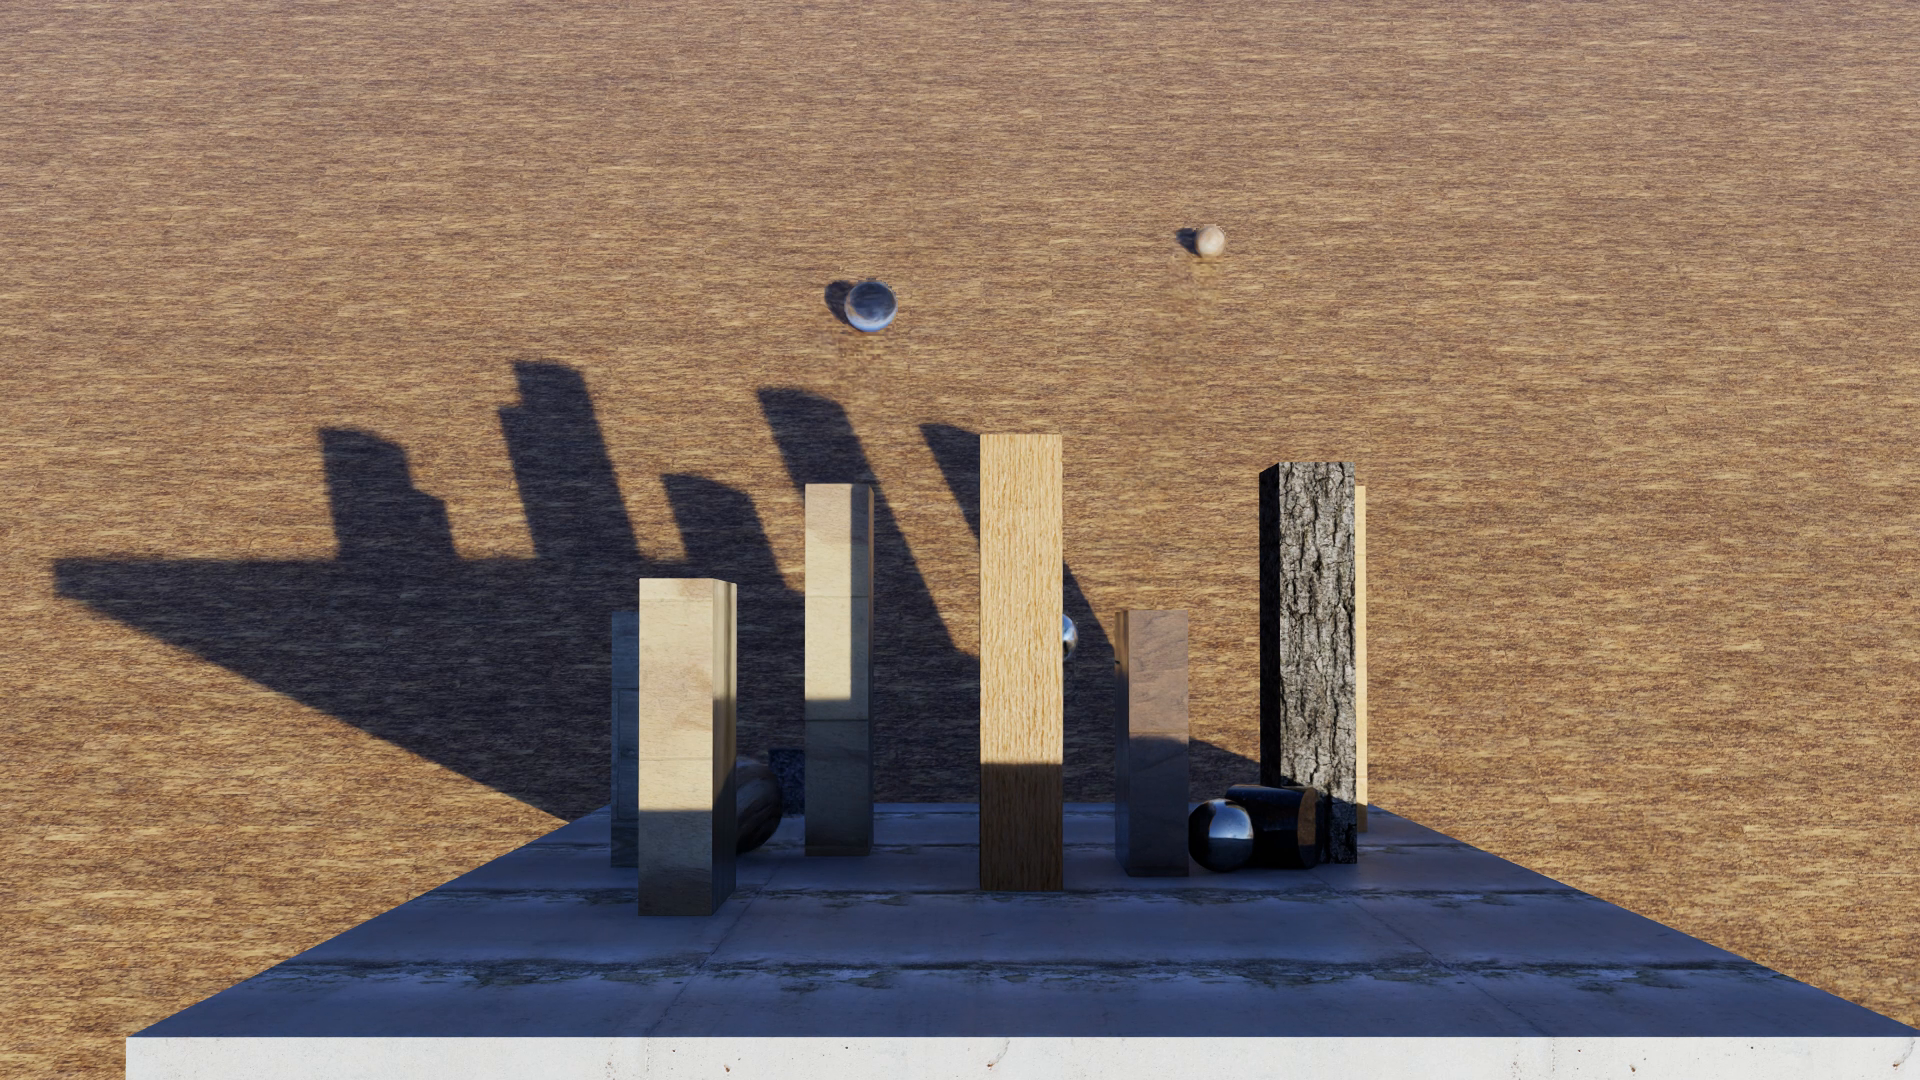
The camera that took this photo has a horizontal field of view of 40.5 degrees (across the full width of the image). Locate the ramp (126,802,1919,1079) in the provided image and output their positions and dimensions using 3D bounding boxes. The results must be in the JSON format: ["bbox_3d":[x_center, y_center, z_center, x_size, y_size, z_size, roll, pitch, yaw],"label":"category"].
[{"bbox_3d":[0.079,0.672,4.868,2.000,0.100,4.000,0,-2,0],"label":"ramp"}]

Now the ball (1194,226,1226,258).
[{"bbox_3d":[0.900,-1.072,9.359,0.114,0.114,0.114,0,36,0],"label":"ball"}]

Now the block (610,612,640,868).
[{"bbox_3d":[-0.627,0.388,5.150,0.080,0.489,0.352,0,-2,0],"label":"block"}]

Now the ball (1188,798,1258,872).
[{"bbox_3d":[0.489,0.553,4.869,0.137,0.137,0.137,0,36,0],"label":"ball"}]

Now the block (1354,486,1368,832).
[{"bbox_3d":[0.868,0.275,6.054,0.095,0.780,0.401,0,-2,0],"label":"block"}]

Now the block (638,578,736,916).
[{"bbox_3d":[-0.451,0.336,4.341,0.116,0.534,0.441,0,-2,0],"label":"block"}]

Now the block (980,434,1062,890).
[{"bbox_3d":[0.107,0.217,4.652,0.143,0.794,0.252,0,-2,0],"label":"block"}]

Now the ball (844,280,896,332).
[{"bbox_3d":[-0.307,-0.802,8.931,0.177,0.177,0.177,0,36,0],"label":"ball"}]

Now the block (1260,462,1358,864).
[{"bbox_3d":[0.698,0.244,5.235,0.147,0.781,0.346,0,-2,0],"label":"block"}]

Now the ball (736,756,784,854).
[{"bbox_3d":[-0.458,0.538,5.290,0.198,0.198,0.198,0,36,0],"label":"ball"}]

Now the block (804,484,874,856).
[{"bbox_3d":[-0.248,0.266,5.386,0.127,0.748,0.322,0,-2,0],"label":"block"}]

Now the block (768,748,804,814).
[{"bbox_3d":[-0.402,0.603,6.524,0.159,0.159,0.159,0,-2,-5],"label":"block"}]

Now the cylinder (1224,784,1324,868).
[{"bbox_3d":[0.599,0.548,4.977,0.155,0.155,0.155,-1,32,27],"label":"cylinder"}]

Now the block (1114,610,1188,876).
[{"bbox_3d":[0.366,0.382,4.997,0.109,0.490,0.435,0,-2,0],"label":"block"}]

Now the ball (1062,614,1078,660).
[{"bbox_3d":[0.267,0.278,7.457,0.146,0.146,0.146,0,36,0],"label":"ball"}]
